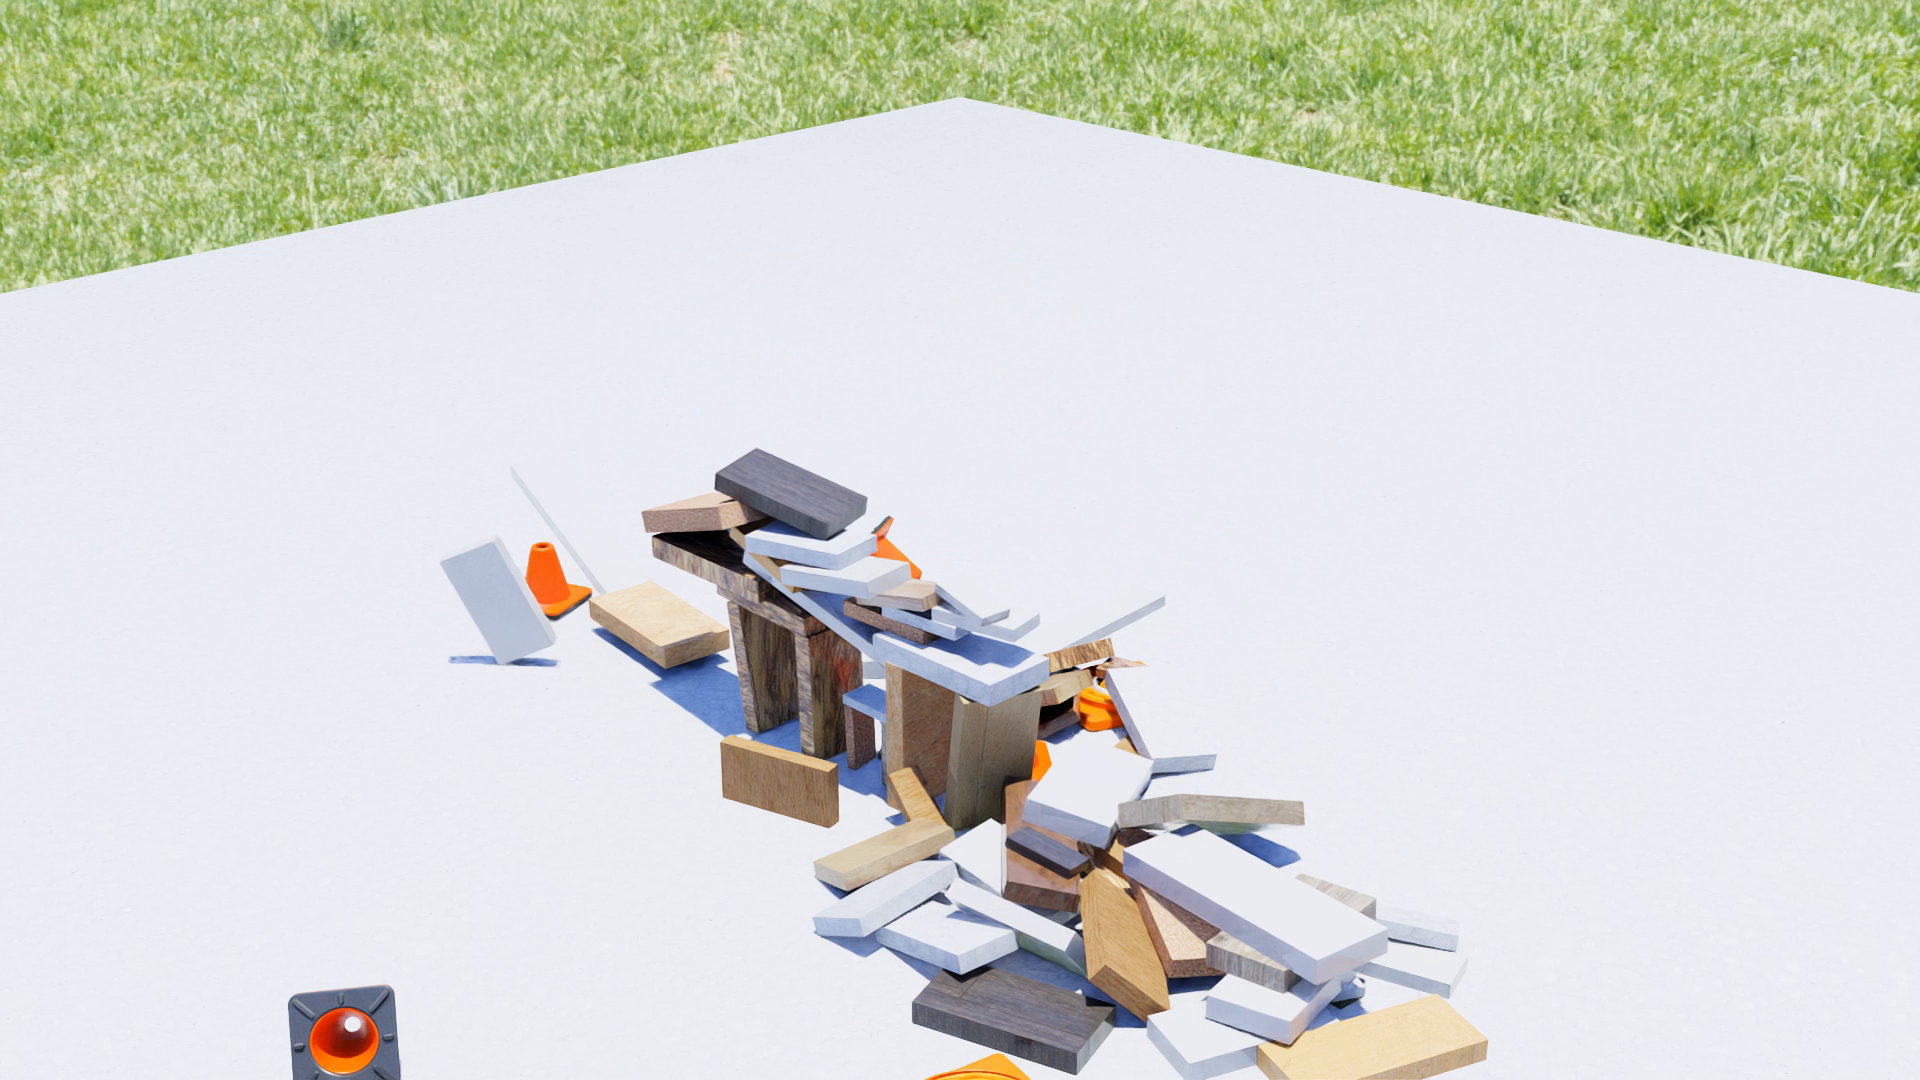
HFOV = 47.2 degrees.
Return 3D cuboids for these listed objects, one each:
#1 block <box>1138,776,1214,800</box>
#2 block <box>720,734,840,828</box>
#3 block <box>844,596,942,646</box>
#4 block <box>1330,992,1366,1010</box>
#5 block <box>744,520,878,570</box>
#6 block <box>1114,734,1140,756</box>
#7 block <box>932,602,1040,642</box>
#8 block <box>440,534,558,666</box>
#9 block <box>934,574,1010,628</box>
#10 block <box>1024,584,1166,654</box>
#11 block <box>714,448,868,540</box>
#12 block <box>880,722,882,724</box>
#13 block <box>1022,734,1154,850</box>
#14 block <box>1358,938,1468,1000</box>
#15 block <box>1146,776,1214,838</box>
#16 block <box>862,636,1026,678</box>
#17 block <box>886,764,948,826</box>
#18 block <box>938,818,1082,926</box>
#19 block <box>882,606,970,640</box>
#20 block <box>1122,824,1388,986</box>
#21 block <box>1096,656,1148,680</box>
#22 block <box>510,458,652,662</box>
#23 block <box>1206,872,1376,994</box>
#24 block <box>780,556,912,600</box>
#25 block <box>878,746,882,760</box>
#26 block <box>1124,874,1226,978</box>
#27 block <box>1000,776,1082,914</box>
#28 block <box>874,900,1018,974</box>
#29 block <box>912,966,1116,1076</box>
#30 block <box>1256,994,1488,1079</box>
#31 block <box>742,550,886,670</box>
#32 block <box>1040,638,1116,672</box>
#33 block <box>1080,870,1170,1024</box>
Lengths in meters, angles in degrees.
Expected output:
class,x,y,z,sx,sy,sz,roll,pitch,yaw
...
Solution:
class,x,y,z,sx,sy,sz,roll,pitch,yaw
block,0.385,0.525,4.400,0.246,0.035,0.123,-3,23,-7
block,-0.365,0.488,4.446,0.259,0.130,0.037,12,26,26
block,-0.116,0.149,4.416,0.223,0.032,0.112,19,30,39
block,0.647,0.783,3.892,0.064,0.018,0.128,-18,29,-36
block,-0.305,0.007,4.502,0.247,0.035,0.124,11,25,35
block,0.355,0.460,4.649,0.078,0.022,0.157,14,27,29
block,0.050,0.149,4.266,0.189,0.027,0.095,14,27,31
block,-1.053,0.138,5.025,0.143,0.286,0.041,-20,22,14
block,0.023,0.116,4.248,0.071,0.020,0.142,-18,40,-36
block,0.299,0.207,5.237,0.103,0.029,0.493,19,30,38
block,-0.351,-0.097,4.554,0.286,0.041,0.143,24,36,23
block,-0.067,0.409,4.735,0.103,0.029,0.205,-17,32,-41
block,0.254,0.488,4.301,0.169,0.048,0.337,18,21,14
block,0.680,0.730,4.001,0.466,0.030,0.107,12,26,26
block,0.412,0.547,4.432,0.107,0.030,0.214,15,27,32
block,-0.044,0.254,5.065,0.388,0.042,0.148,-4,23,3
block,-0.086,0.524,4.385,0.071,0.020,0.142,-16,70,-33
block,0.104,0.632,4.127,0.137,0.039,0.274,-27,41,-36
block,-0.053,0.147,4.343,0.189,0.027,0.095,17,28,37
block,0.513,0.635,3.884,0.169,0.048,0.497,-15,24,-33
block,0.391,0.300,4.904,0.157,0.022,0.078,14,25,26
block,-0.936,0.024,5.660,0.123,0.035,1.303,-10,25,-23
block,0.585,0.688,3.869,0.157,0.044,0.314,14,25,37
block,-0.232,0.067,4.428,0.247,0.035,0.124,8,23,41
block,-0.129,0.410,4.777,0.048,0.014,0.261,4,23,8
block,0.409,0.676,3.986,0.146,0.041,0.292,-1,30,-13
block,0.149,0.569,4.154,0.137,0.039,0.418,12,20,-4
block,-0.027,0.712,3.955,0.130,0.037,0.259,-17,14,-34
block,0.093,0.815,3.782,0.314,0.044,0.157,12,26,26
block,0.691,0.859,3.684,0.360,0.041,0.146,-10,25,-22
block,-0.262,0.124,4.543,0.428,0.032,0.112,35,39,28
block,0.184,0.278,4.921,0.295,0.042,0.148,-12,-4,-33
block,0.289,0.720,3.894,0.153,0.043,0.305,38,18,-15
